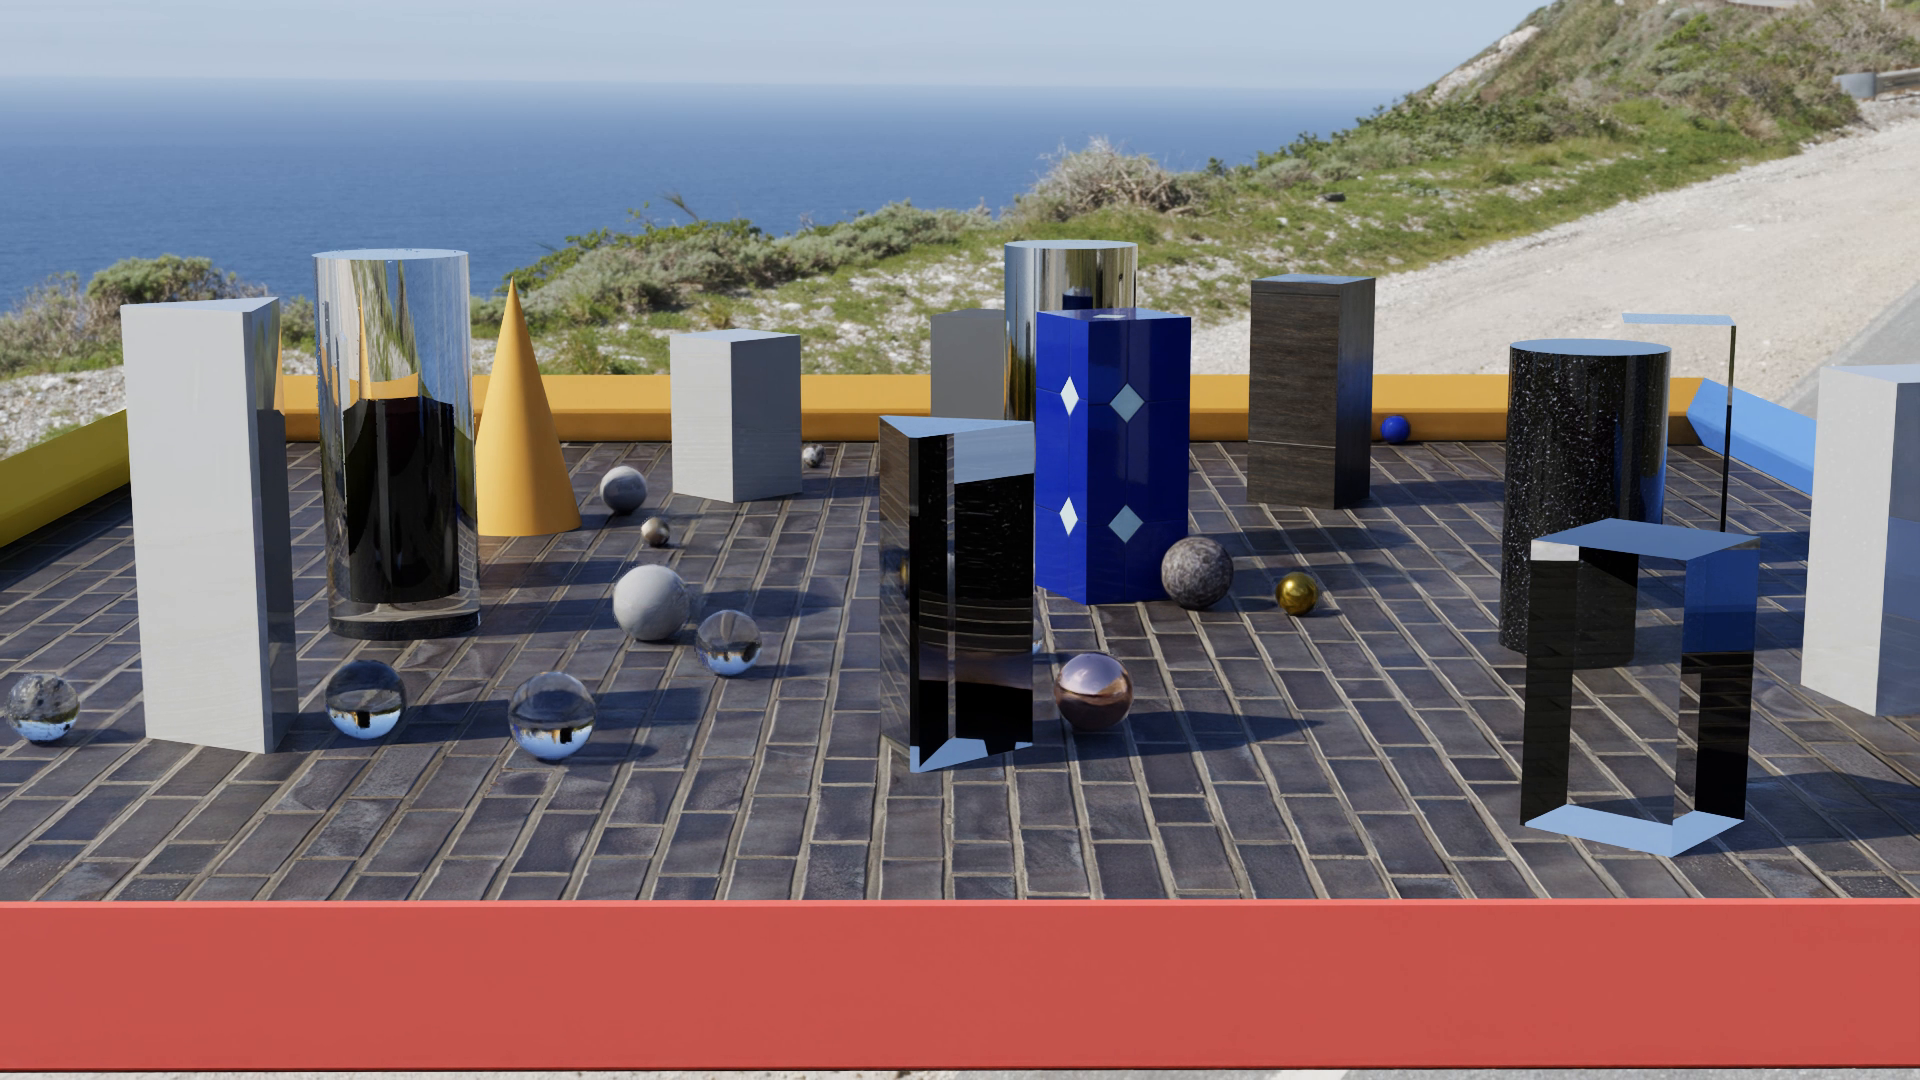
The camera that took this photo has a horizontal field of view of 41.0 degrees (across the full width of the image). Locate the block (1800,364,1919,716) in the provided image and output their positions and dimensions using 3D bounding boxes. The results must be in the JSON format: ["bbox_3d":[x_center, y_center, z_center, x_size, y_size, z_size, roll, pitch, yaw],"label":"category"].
[{"bbox_3d":[1.095,-0.004,2.962,0.158,0.380,0.158,-2,11,-12],"label":"block"}]

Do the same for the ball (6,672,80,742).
[{"bbox_3d":[-0.999,0.182,2.794,0.075,0.075,0.075,0,10,0],"label":"ball"}]

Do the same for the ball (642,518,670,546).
[{"bbox_3d":[-0.465,-0.012,3.928,0.044,0.044,0.044,0,10,0],"label":"ball"}]

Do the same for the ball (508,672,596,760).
[{"bbox_3d":[-0.433,0.186,2.722,0.094,0.094,0.094,0,10,0],"label":"ball"}]

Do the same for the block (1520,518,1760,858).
[{"bbox_3d":[0.655,0.137,2.472,0.158,0.282,0.158,9,14,40],"label":"block"}]

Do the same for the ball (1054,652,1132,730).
[{"bbox_3d":[0.148,0.167,2.842,0.087,0.087,0.087,0,10,0],"label":"ball"}]

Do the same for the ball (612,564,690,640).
[{"bbox_3d":[-0.395,0.080,3.284,0.098,0.098,0.098,0,10,0],"label":"ball"}]

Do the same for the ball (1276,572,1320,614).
[{"bbox_3d":[0.452,0.071,3.439,0.058,0.058,0.058,0,10,0],"label":"ball"}]

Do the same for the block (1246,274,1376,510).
[{"bbox_3d":[0.592,-0.253,4.326,0.158,0.374,0.158,6,12,30],"label":"block"}]

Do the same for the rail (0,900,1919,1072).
[{"bbox_3d":[0.009,0.321,1.893,2.932,0.128,0.045,0,10,0],"label":"rail"}]

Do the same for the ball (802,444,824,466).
[{"bbox_3d":[-0.269,-0.154,4.705,0.041,0.041,0.041,0,10,0],"label":"ball"}]

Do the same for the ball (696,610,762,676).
[{"bbox_3d":[-0.279,0.124,3.096,0.080,0.080,0.080,0,10,0],"label":"ball"}]

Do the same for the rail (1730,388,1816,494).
[{"bbox_3d":[1.442,0.031,3.457,0.045,0.128,3.212,0,10,0],"label":"rail"}]

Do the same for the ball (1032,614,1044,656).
[{"bbox_3d":[0.072,0.118,3.175,0.063,0.063,0.063,0,10,0],"label":"ball"}]

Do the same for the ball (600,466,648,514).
[{"bbox_3d":[-0.554,-0.083,4.219,0.077,0.077,0.077,0,10,0],"label":"ball"}]

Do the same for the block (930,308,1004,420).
[{"bbox_3d":[0.054,-0.252,4.533,0.158,0.296,0.158,5,12,26],"label":"block"}]

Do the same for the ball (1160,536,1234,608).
[{"bbox_3d":[0.321,0.043,3.479,0.099,0.099,0.099,0,10,0],"label":"ball"}]

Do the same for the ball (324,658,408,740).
[{"bbox_3d":[-0.649,0.174,2.803,0.088,0.088,0.088,0,10,0],"label":"ball"}]

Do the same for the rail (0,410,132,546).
[{"bbox_3d":[-1.442,0.034,3.441,0.045,0.128,3.212,0,10,0],"label":"rail"}]

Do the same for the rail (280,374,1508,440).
[{"bbox_3d":[-0.009,-0.255,5.005,2.932,0.128,0.045,0,10,0],"label":"rail"}]

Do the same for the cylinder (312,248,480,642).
[{"bbox_3d":[-0.731,-0.128,3.337,0.197,0.487,0.197,0,10,0],"label":"cylinder"}]

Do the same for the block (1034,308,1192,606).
[{"bbox_3d":[0.211,-0.120,3.568,0.158,0.388,0.158,-5,12,-24],"label":"block"}]

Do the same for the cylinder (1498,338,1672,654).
[{"bbox_3d":[0.787,-0.055,3.236,0.197,0.380,0.197,0,10,0],"label":"cylinder"}]

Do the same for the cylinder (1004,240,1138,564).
[{"bbox_3d":[0.164,-0.208,3.832,0.197,0.465,0.197,0,10,0],"label":"cylinder"}]

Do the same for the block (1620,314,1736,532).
[{"bbox_3d":[1.065,-0.154,3.842,0.158,0.354,0.158,2,11,13],"label":"block"}]

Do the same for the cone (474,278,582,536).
[{"bbox_3d":[-0.705,-0.220,4.076,0.197,0.399,0.197,0,10,0],"label":"cone"}]

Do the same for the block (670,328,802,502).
[{"bbox_3d":[-0.384,-0.217,4.406,0.158,0.272,0.158,10,14,43],"label":"block"}]

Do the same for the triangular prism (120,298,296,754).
[{"bbox_3d":[-0.786,-0.023,2.808,0.171,0.474,0.148,5,12,25],"label":"triangular prism"}]

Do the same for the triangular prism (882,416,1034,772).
[{"bbox_3d":[-0.035,0.049,2.752,0.171,0.353,0.148,-9,14,-42],"label":"triangular prism"}]

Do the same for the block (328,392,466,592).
[{"bbox_3d":[-0.797,-0.070,3.642,0.158,0.263,0.158,0,11,-3],"label":"block"}]

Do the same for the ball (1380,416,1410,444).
[{"bbox_3d":[0.845,-0.214,4.983,0.056,0.056,0.056,0,10,0],"label":"ball"}]

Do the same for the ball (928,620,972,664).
[{"bbox_3d":[-0.013,0.125,3.159,0.055,0.055,0.055,0,10,0],"label":"ball"}]
